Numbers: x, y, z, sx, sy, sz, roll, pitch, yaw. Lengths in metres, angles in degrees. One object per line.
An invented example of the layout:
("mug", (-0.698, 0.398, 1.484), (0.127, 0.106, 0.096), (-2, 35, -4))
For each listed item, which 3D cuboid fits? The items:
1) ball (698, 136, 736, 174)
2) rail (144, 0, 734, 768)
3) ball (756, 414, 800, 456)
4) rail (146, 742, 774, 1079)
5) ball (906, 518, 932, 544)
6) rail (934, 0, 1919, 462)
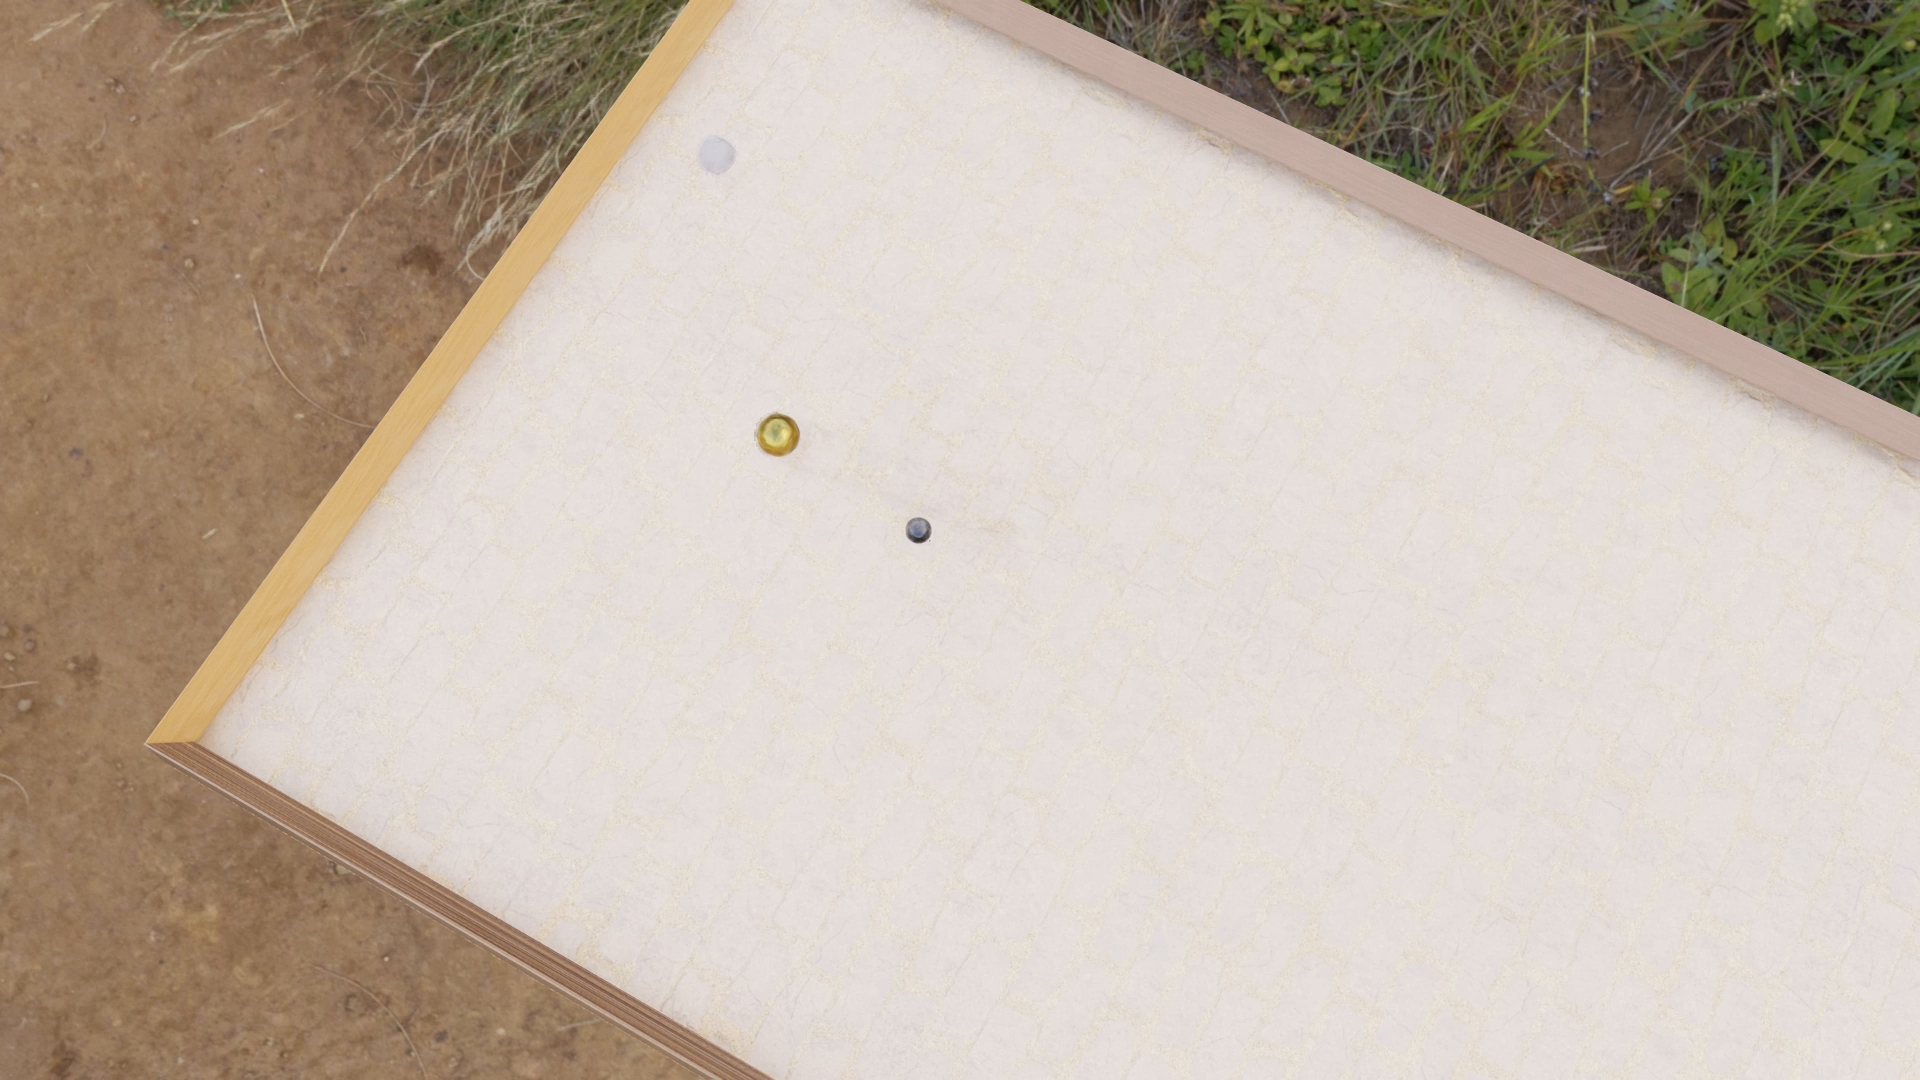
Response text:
("ball", (-0.418, -0.661, 3.780), (0.064, 0.064, 0.064), (0, 67, 0))
("rail", (-0.761, -0.402, 3.656), (0.045, 0.092, 1.832), (27, 70, 11))
("ball", (-0.295, -0.170, 3.572), (0.071, 0.071, 0.071), (0, 67, 0))
("rail", (0.344, 1.117, 3.025), (3.586, 0.092, 0.045), (27, 70, 11))
("ball", (-0.066, -0.015, 3.522), (0.043, 0.043, 0.043), (0, 67, 0))
("rail", (1.219, -0.320, 3.622), (3.586, 0.092, 0.045), (27, 70, 11))
